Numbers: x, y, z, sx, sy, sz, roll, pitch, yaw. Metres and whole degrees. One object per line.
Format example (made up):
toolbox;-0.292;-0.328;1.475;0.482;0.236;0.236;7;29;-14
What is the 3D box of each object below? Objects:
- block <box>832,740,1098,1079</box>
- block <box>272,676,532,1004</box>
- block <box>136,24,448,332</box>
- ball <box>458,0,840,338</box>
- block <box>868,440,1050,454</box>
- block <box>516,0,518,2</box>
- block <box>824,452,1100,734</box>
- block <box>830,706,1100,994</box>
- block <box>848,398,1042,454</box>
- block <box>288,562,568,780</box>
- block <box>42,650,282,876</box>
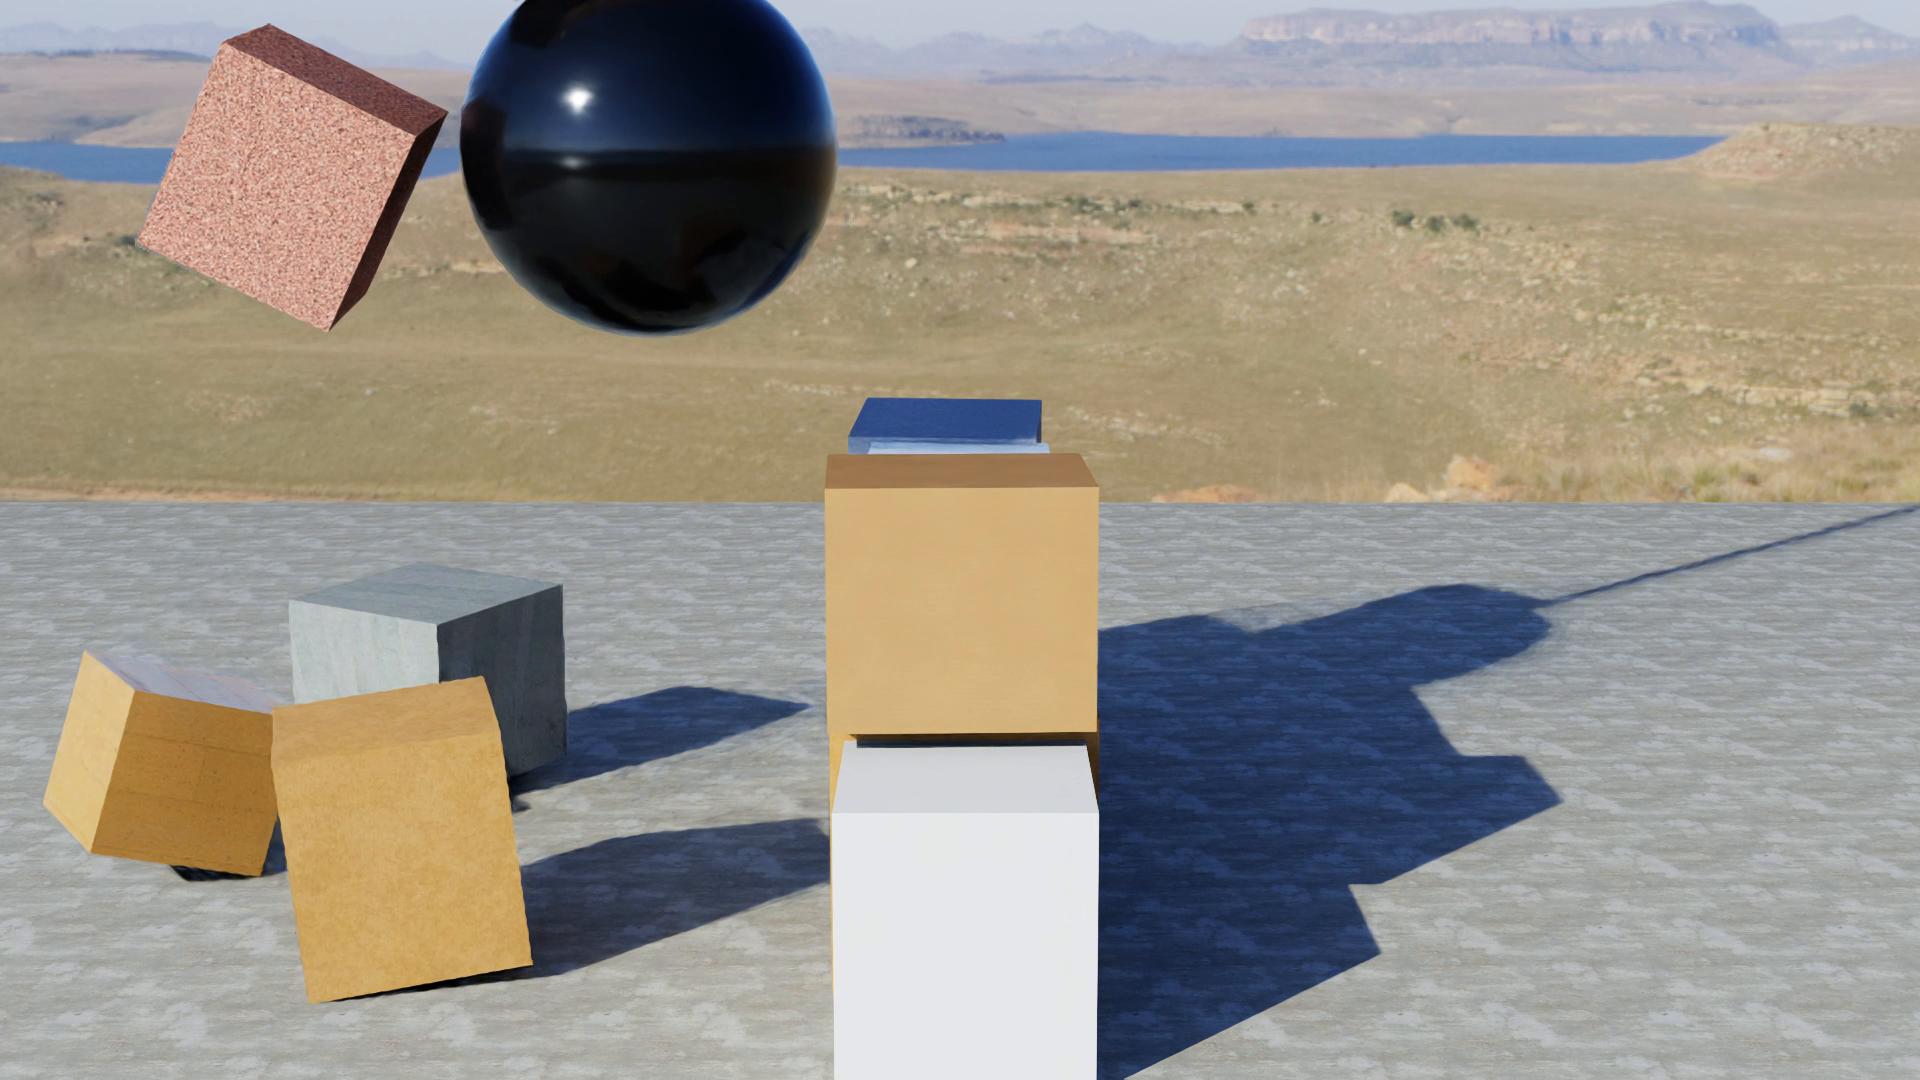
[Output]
block;0.019;1.345;9.343;0.913;1.011;0.971;0;10;0
block;-2.229;1.169;10.210;0.852;0.956;0.873;-8;13;-13
block;-2.787;-1.538;10.799;0.836;0.899;0.862;26;13;-9
ball;-1.312;-1.658;10.879;1.600;1.600;1.600;0;10;0
block;-0.011;0.060;11.542;0.813;0.901;0.894;1;9;1
block;-1.929;-2.628;10.513;0.538;0.600;0.631;16;-3;-22
block;-0.008;0.186;9.843;1.000;0.919;0.859;0;10;-2
block;0.017;1.123;10.326;1.026;1.097;1.023;0;10;0
block;-0.057;-0.137;12.502;0.875;0.937;0.953;1;14;3
block;-2.645;0.694;12.826;0.949;0.897;0.935;7;15;29
block;-3.516;0.993;11.443;0.762;0.721;0.805;15;2;-35
